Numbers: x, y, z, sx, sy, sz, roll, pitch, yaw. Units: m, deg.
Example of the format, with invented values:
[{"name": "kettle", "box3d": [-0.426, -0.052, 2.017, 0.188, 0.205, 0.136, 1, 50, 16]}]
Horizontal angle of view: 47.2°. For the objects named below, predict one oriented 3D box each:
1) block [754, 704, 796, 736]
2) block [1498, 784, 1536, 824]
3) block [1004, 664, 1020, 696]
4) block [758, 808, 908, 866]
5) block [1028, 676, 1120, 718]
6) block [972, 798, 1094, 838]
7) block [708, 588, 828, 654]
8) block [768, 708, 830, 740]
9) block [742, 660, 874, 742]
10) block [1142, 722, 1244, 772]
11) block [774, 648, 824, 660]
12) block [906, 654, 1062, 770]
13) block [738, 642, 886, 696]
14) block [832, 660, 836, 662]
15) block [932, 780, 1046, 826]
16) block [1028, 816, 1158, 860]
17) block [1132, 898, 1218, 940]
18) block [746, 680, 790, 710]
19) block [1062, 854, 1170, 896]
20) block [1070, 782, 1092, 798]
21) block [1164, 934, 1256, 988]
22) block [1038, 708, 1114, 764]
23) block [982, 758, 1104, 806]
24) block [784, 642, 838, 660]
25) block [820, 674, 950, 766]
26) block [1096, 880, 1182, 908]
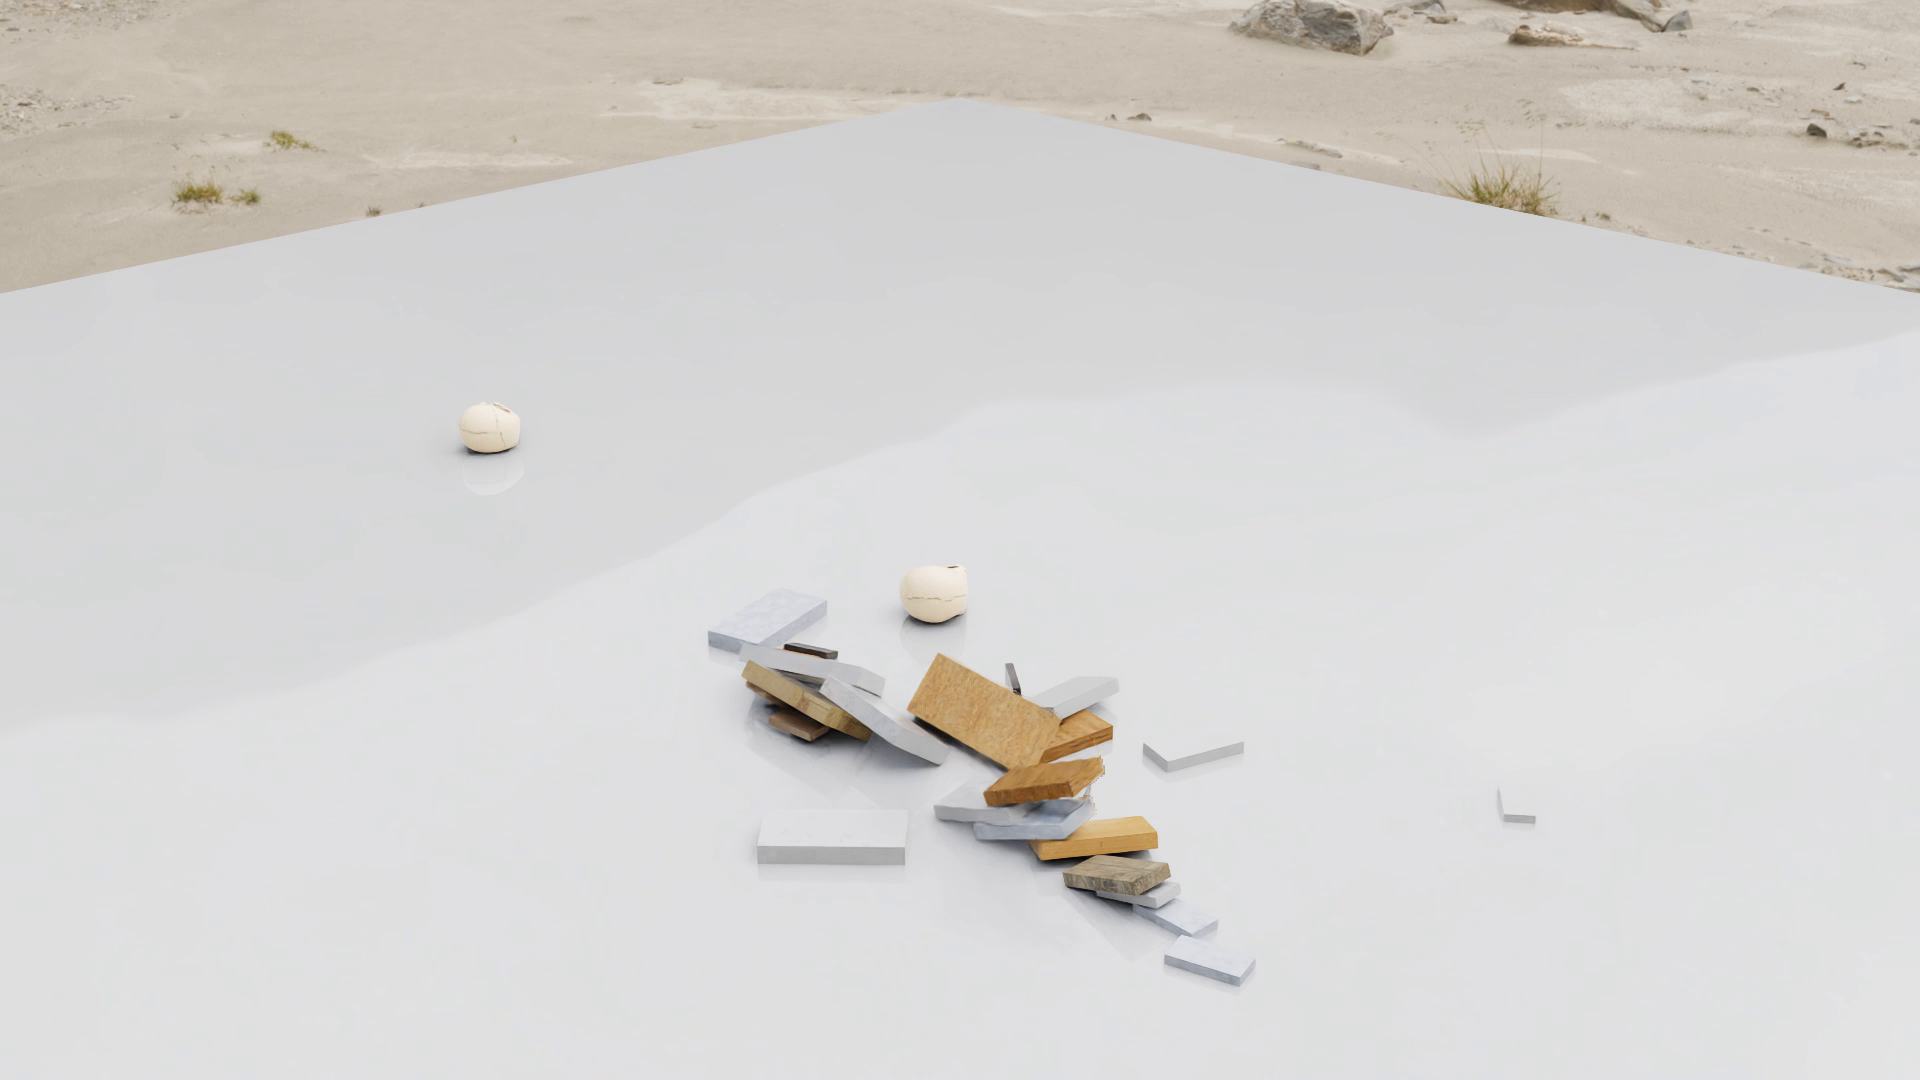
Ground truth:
[{"name": "block", "box3d": [-0.388, 0.393, 4.812, 0.121, 0.017, 0.061, 21, 31, 40]}, {"name": "block", "box3d": [1.133, 0.536, 4.475, 0.063, 0.018, 0.126, 3, 23, 7]}, {"name": "block", "box3d": [0.118, 0.330, 4.901, 0.018, 0.063, 0.126, -3, 23, -6]}, {"name": "block", "box3d": [-0.248, 0.584, 4.332, 0.287, 0.041, 0.144, 0, 23, 1]}, {"name": "block", "box3d": [0.235, 0.349, 4.834, 0.117, 0.033, 0.233, -2, 12, 42]}, {"name": "block", "box3d": [0.143, 0.547, 4.320, 0.218, 0.031, 0.109, -6, 18, 39]}, {"name": "block", "box3d": [-0.457, 0.196, 5.246, 0.144, 0.041, 0.287, 13, 26, 28]}, {"name": "block", "box3d": [-0.348, 0.398, 4.756, 0.121, 0.017, 0.061, 18, 29, 35]}, {"name": "block", "box3d": [-0.332, 0.349, 4.785, 0.295, 0.042, 0.148, 24, -3, 44]}, {"name": "block", "box3d": [0.498, 0.442, 4.685, 0.193, 0.027, 0.096, -12, 26, -25]}, {"name": "block", "box3d": [-0.366, 0.269, 5.028, 0.113, 0.016, 0.057, 9, -10, 21]}, {"name": "block", "box3d": [0.047, 0.374, 4.704, 0.375, 0.144, 0.041, 25, -6, 46]}, {"name": "block", "box3d": [-0.331, 0.291, 4.923, 0.295, 0.042, 0.148, 10, -10, 22]}, {"name": "block", "box3d": [-0.348, 0.287, 5.065, 0.113, 0.016, 0.057, 10, 25, 22]}, {"name": "block", "box3d": [0.059, 0.523, 4.387, 0.218, 0.031, 0.109, -3, 20, 47]}, {"name": "block", "box3d": [0.259, 0.583, 4.310, 0.233, 0.033, 0.117, -4, 10, -10]}, {"name": "block", "box3d": [0.400, 0.698, 4.089, 0.073, 0.021, 0.147, -20, 30, -39]}, {"name": "block", "box3d": [-0.424, 0.339, 4.839, 0.061, 0.017, 0.121, 27, -2, -28]}, {"name": "block", "box3d": [0.295, 0.632, 4.156, 0.096, 0.027, 0.193, -20, 11, -38]}, {"name": "block", "box3d": [0.198, 0.535, 4.464, 0.096, 0.027, 0.193, 6, 24, 14]}, {"name": "block", "box3d": [0.449, 0.756, 3.953, 0.147, 0.021, 0.073, 13, 26, 27]}, {"name": "block", "box3d": [0.201, 0.423, 4.721, 0.233, 0.033, 0.117, -16, 28, -33]}, {"name": "block", "box3d": [0.161, 0.472, 4.288, 0.218, 0.031, 0.109, -12, 13, 40]}, {"name": "block", "box3d": [-0.346, 0.258, 5.110, 0.113, 0.016, 0.057, 10, 5, 23]}, {"name": "block", "box3d": [-0.163, 0.384, 4.701, 0.148, 0.042, 0.295, 28, 1, -41]}, {"name": "block", "box3d": [0.335, 0.658, 4.139, 0.147, 0.021, 0.073, 4, 18, 44]}]
